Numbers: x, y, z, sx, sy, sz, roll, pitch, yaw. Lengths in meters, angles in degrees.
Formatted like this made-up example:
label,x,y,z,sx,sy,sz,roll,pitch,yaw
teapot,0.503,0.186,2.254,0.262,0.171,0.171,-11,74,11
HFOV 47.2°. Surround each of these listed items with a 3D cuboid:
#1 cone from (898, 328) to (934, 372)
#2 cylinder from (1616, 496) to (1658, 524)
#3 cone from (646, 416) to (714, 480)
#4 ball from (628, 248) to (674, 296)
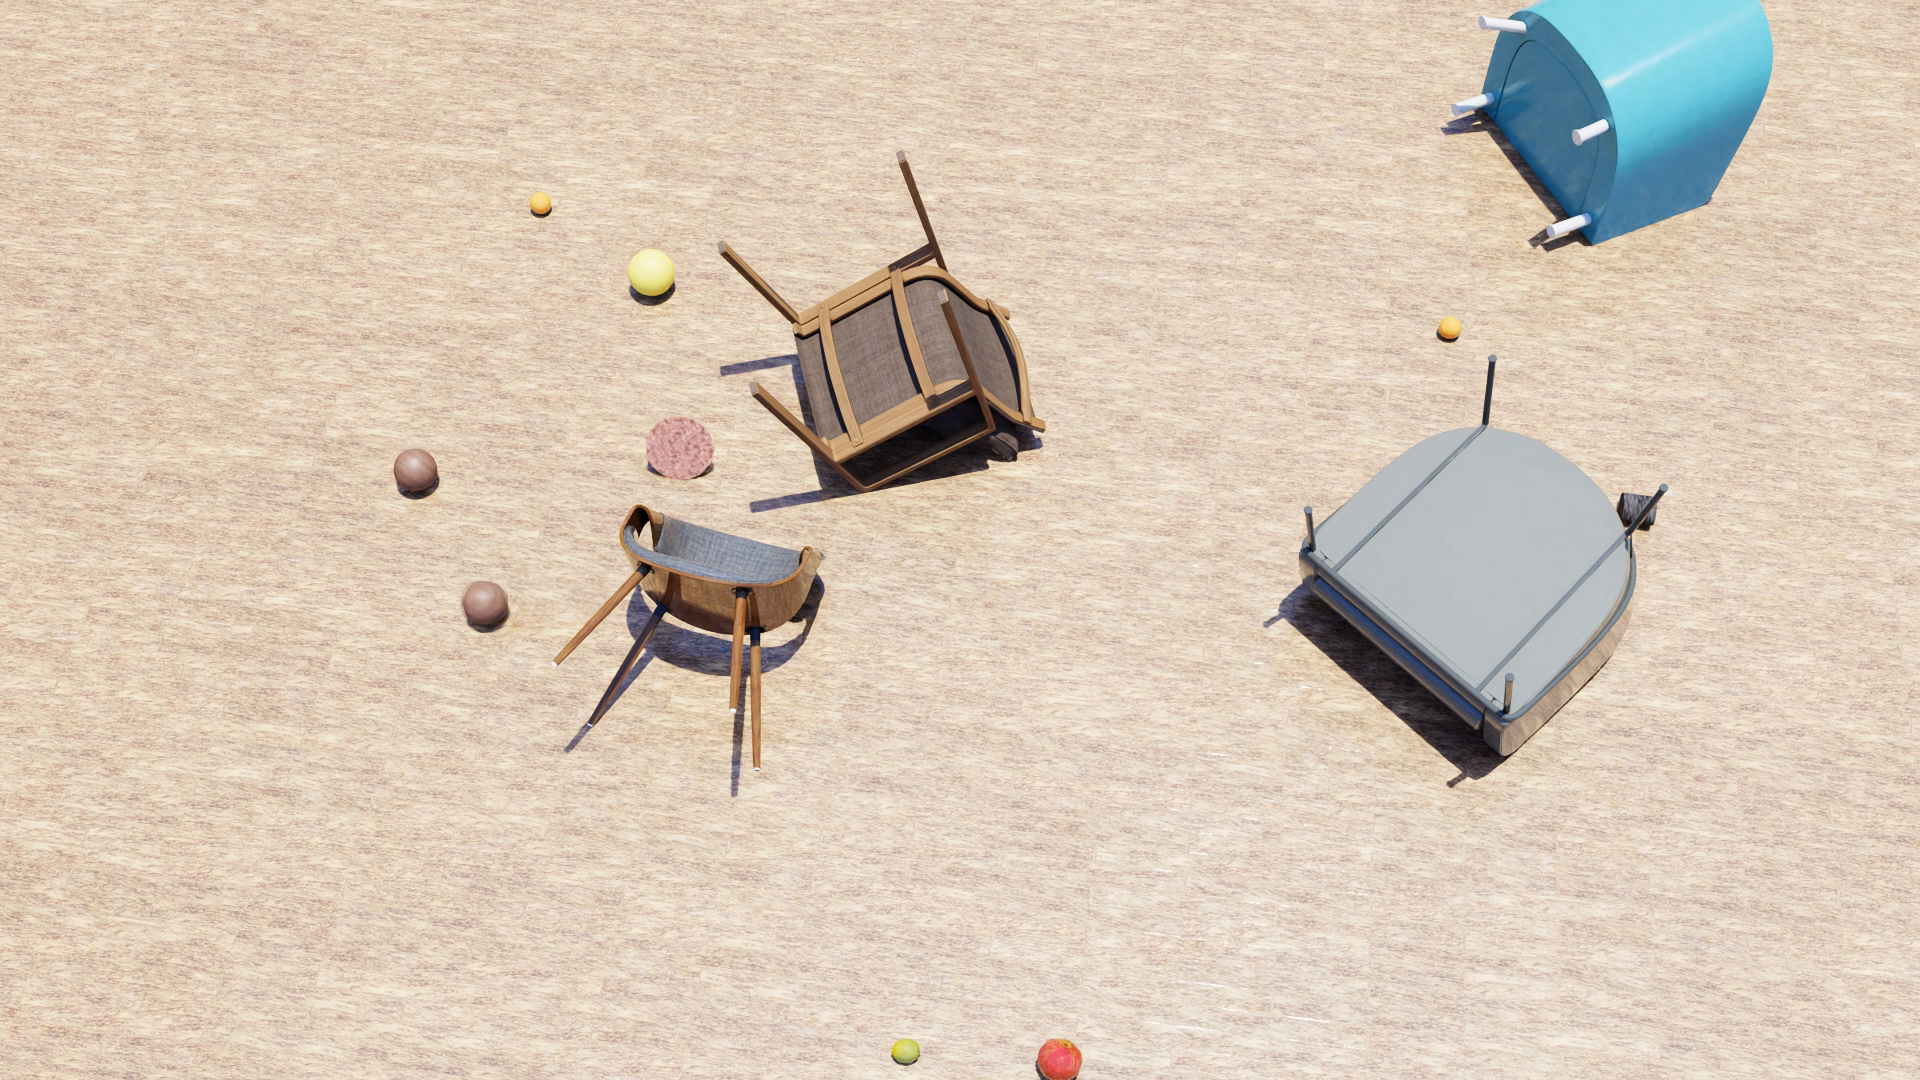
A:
label,x,y,z,sx,sy,sz,roll,pitch,yaw
cone,-0.164,-0.615,6.872,0.105,0.158,0.118,-42,46,-8
cylinder,2.031,-0.093,6.591,0.096,0.075,0.096,4,32,33
cone,-0.846,-0.326,6.736,0.206,0.212,0.203,23,27,-11
ball,-0.991,-0.859,7.060,0.150,0.150,0.150,0,56,0
